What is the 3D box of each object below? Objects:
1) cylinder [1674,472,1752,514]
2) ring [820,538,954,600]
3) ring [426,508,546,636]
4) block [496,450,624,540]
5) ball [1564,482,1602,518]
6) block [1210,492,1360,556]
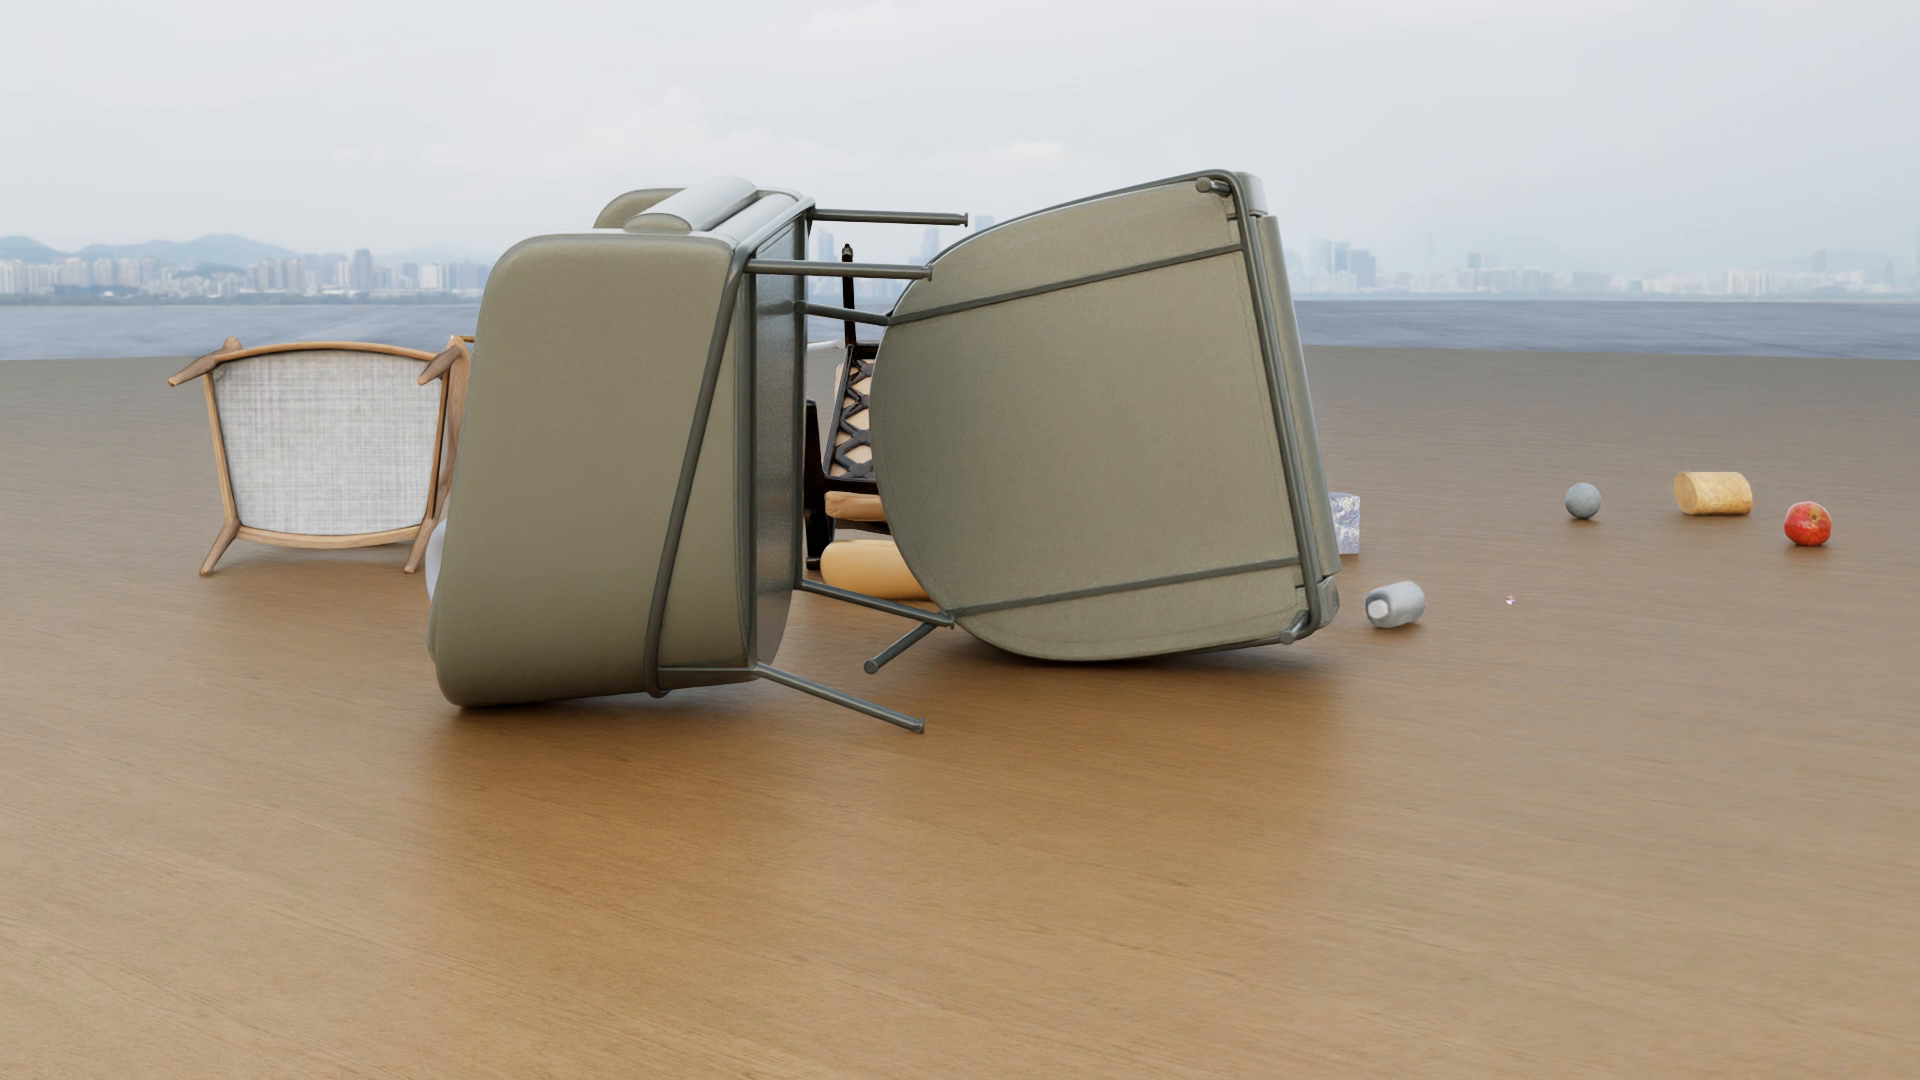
[{"bbox_3d":[2.089,-0.129,7.118,0.158,0.103,0.172,-1,25,-7],"label":"cylinder"},{"bbox_3d":[-0.153,0.061,5.312,0.334,0.108,0.172,6,6,39],"label":"ring"},{"bbox_3d":[-0.874,0.060,4.729,0.167,0.238,0.243,-5,46,-34],"label":"ring"},{"bbox_3d":[-1.019,-0.117,6.548,0.231,0.205,0.233,-5,8,-43],"label":"block"},{"bbox_3d":[1.694,-0.107,6.973,0.097,0.097,0.097,0,6,0],"label":"ball"},{"bbox_3d":[0.774,-0.039,6.129,0.328,0.136,0.136,-1,6,-12],"label":"block"}]
